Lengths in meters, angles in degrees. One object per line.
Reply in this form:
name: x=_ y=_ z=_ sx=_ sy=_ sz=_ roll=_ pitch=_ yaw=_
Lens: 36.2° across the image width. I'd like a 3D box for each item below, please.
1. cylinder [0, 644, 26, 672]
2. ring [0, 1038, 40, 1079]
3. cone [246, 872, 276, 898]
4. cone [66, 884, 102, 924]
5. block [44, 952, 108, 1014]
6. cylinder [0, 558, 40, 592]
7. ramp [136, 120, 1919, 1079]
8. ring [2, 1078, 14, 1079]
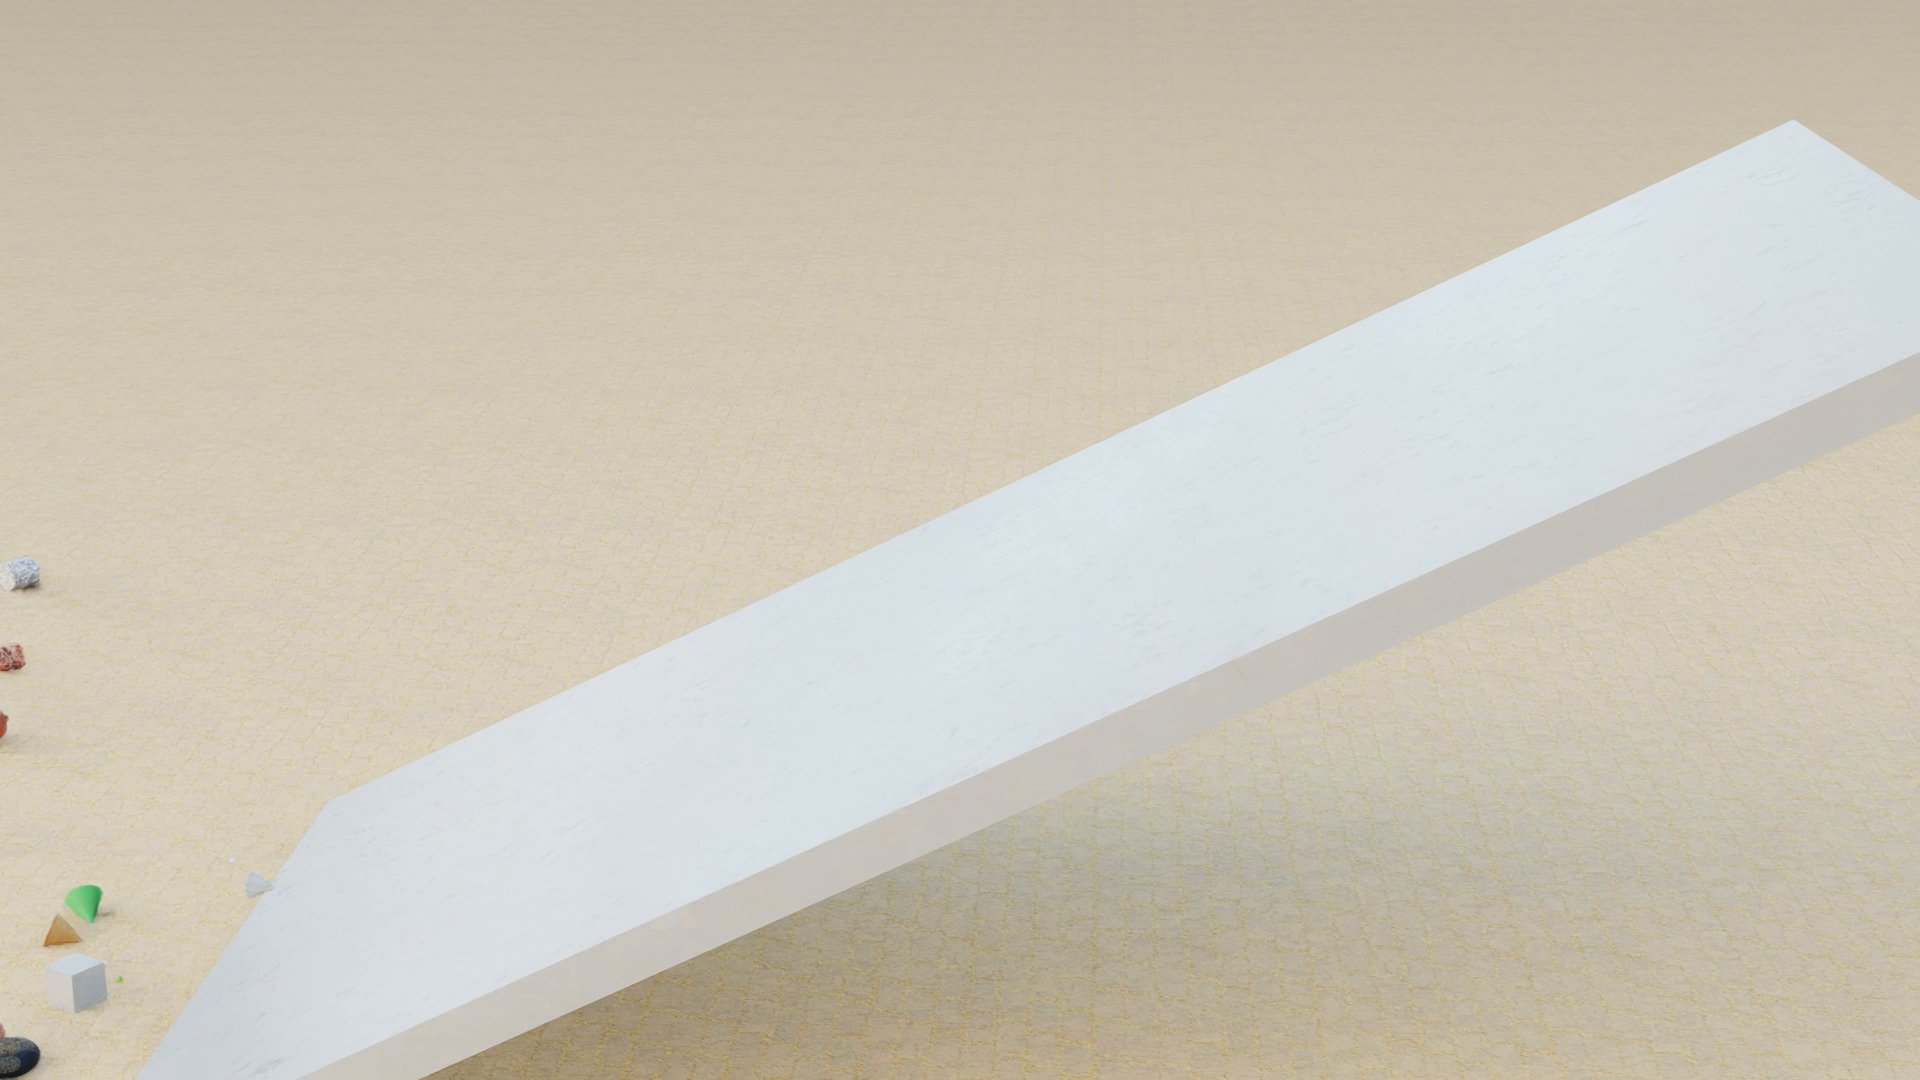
cylinder: x=-2.853 y=0.355 z=8.825 sx=0.071 sy=0.071 sz=0.071 roll=-9 pitch=19 yaw=-37
ring: x=-2.045 y=1.111 z=6.305 sx=0.143 sy=0.048 sz=0.143 roll=0 pitch=18 yaw=0
cone: x=-1.654 y=0.823 z=6.990 sx=0.063 sy=0.063 sz=0.063 roll=5 pitch=17 yaw=14
cone: x=-2.096 y=0.890 z=7.067 sx=0.088 sy=0.088 sz=0.088 roll=-8 pitch=45 yaw=-25
block: x=-1.988 y=0.996 z=6.614 sx=0.092 sy=0.092 sz=0.092 roll=11 pitch=20 yaw=33
cylinder: x=-3.077 y=0.112 z=9.617 sx=0.094 sy=0.094 sz=0.094 roll=13 pitch=21 yaw=37
ramp: x=0.138 y=0.168 z=6.281 sx=4.000 sy=0.100 sz=2.000 roll=-25 pitch=14 yaw=10
ring: x=-2.011 y=1.157 z=6.181 sx=0.081 sy=0.027 sz=0.081 roll=-1 pitch=17 yaw=0
